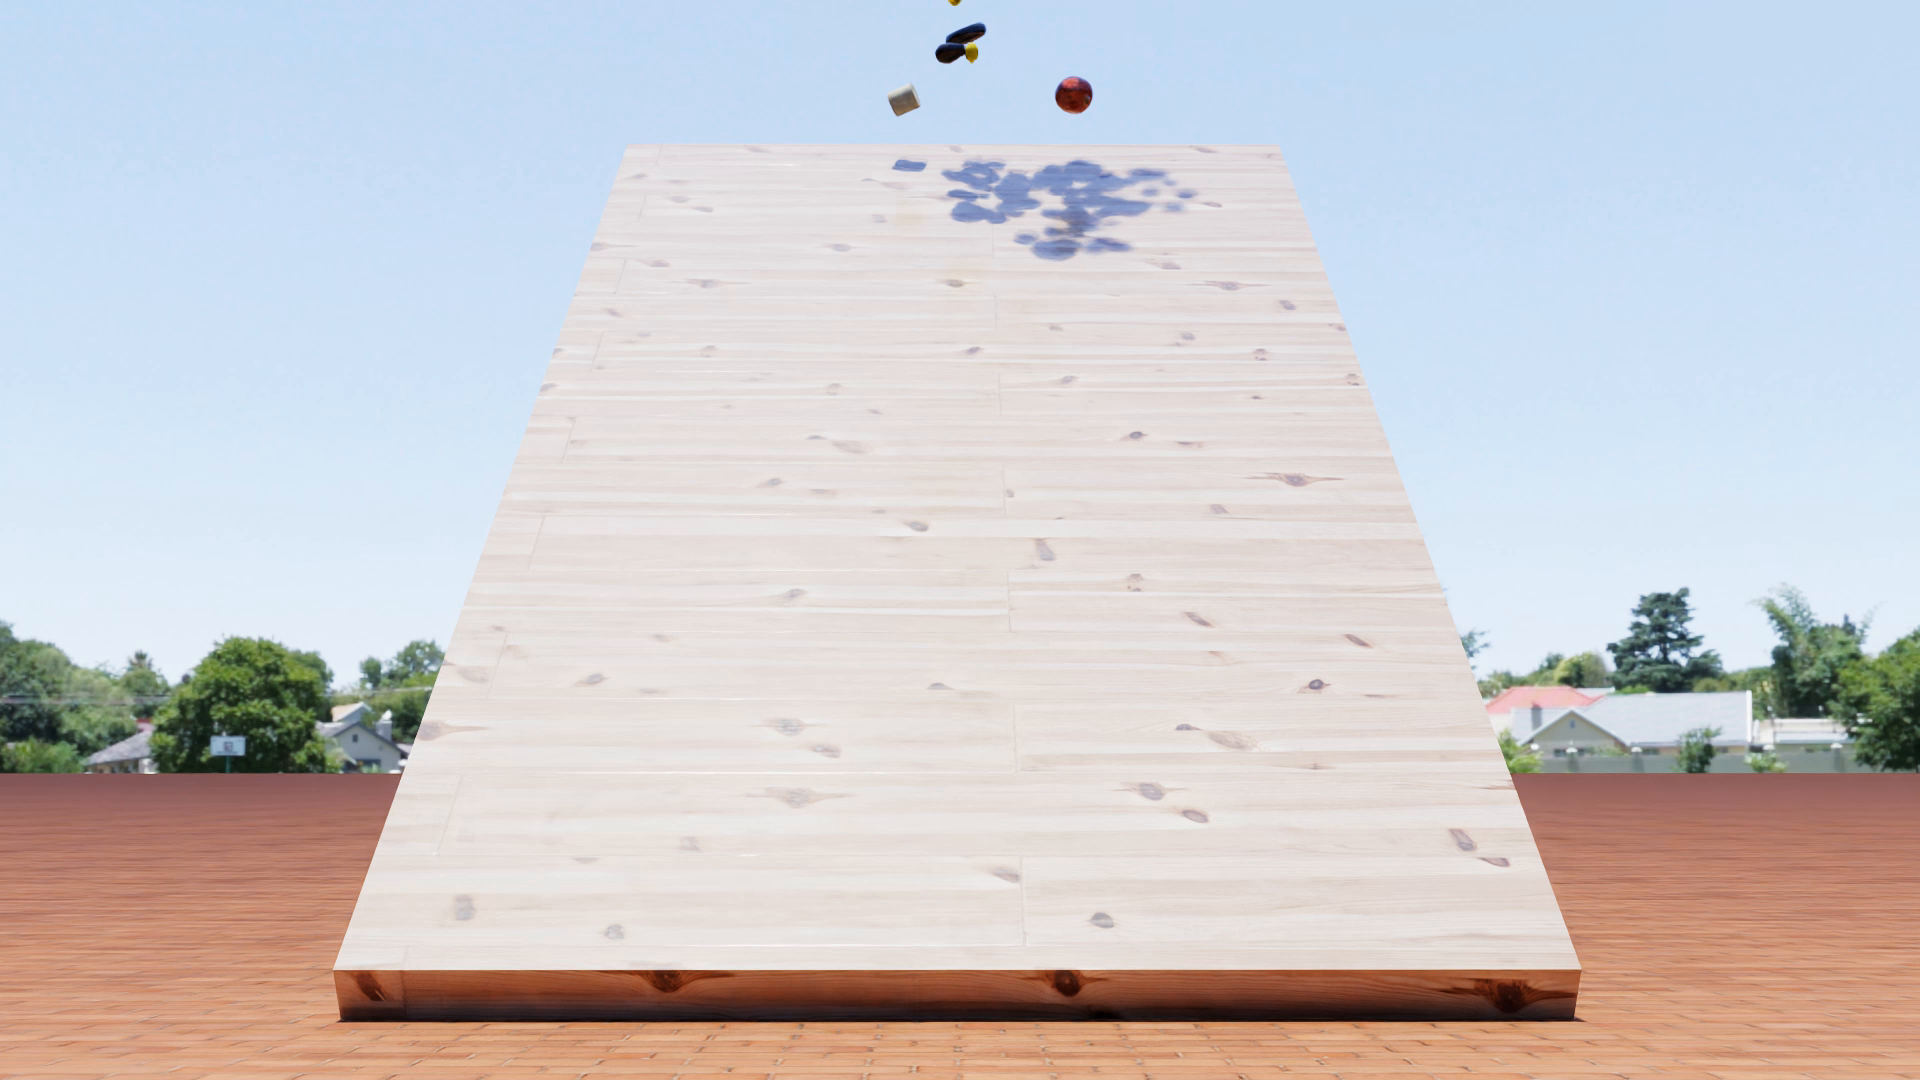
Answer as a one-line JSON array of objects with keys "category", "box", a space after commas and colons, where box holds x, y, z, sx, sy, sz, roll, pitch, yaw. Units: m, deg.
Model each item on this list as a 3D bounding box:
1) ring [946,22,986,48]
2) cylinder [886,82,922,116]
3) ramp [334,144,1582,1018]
[{"category": "ring", "box": [0.018, -1.507, 7.142, 0.131, 0.044, 0.131, -21, 9, 3]}, {"category": "cylinder", "box": [-0.168, -1.323, 7.192, 0.078, 0.078, 0.078, -21, -10, 11]}, {"category": "ramp", "box": [-0.012, -0.220, 5.614, 2.000, 0.100, 4.000, 0, 28, 0]}]
